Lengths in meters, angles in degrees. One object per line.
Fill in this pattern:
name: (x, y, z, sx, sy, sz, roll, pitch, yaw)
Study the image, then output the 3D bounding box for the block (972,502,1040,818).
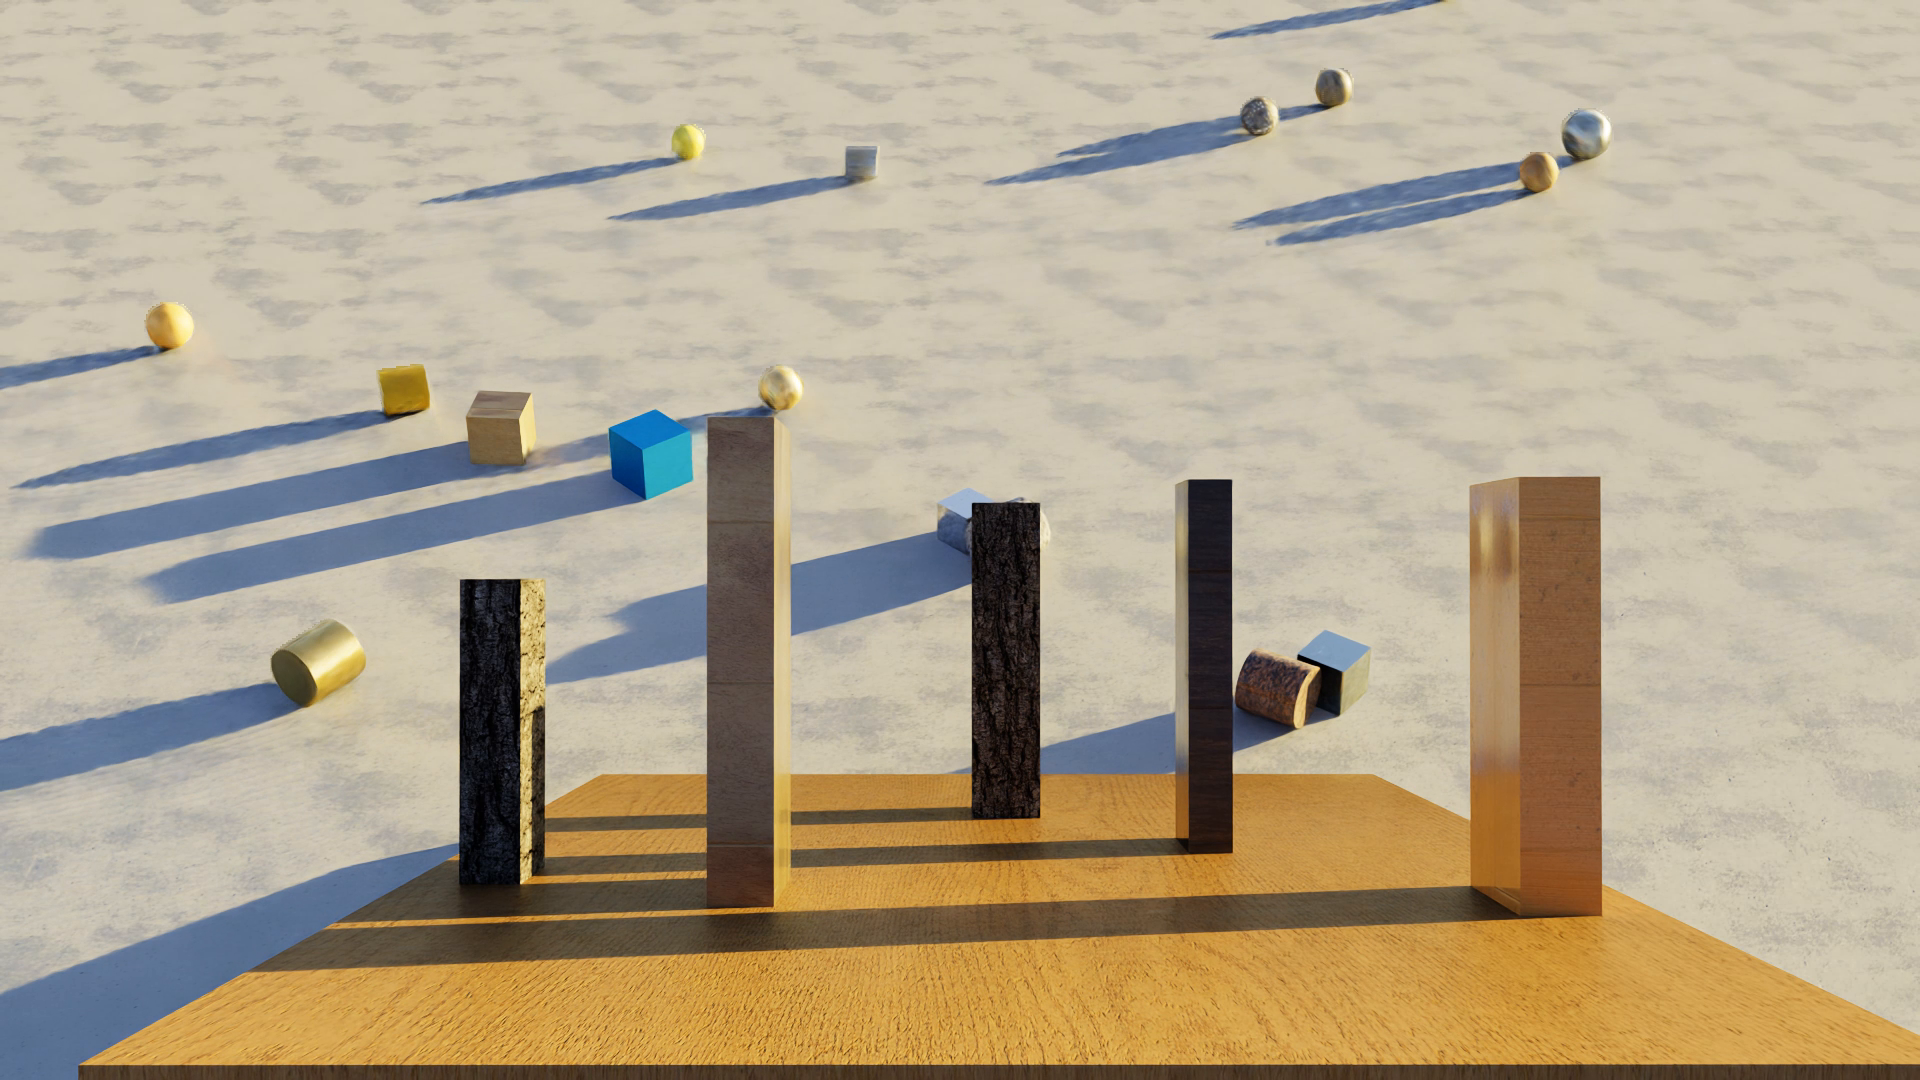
block: (0.098, 0.257, 5.638, 0.144, 0.670, 0.279, 0, -1, 0)

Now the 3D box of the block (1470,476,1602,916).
block: (0.909, 0.239, 4.113, 0.124, 0.664, 0.381, 0, -1, 0)

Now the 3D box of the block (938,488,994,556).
block: (0.023, -0.057, 7.817, 0.129, 0.129, 0.129, -27, 41, -36)

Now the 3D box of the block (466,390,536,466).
block: (-1.460, -0.356, 8.253, 0.171, 0.171, 0.171, 3, 32, 4)

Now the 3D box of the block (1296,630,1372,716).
block: (1.025, 0.365, 7.130, 0.147, 0.147, 0.147, 22, 38, 31)

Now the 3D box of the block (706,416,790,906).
block: (-0.342, 0.192, 4.232, 0.105, 0.762, 0.399, 0, -1, 0)

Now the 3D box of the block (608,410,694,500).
block: (-0.966, -0.268, 8.102, 0.181, 0.181, 0.181, -25, 40, -34)

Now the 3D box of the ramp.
ramp: (0.072, 0.630, 4.726, 2.000, 0.100, 4.000, 0, -1, 0)

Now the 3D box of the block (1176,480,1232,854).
block: (0.464, 0.236, 4.949, 0.082, 0.694, 0.287, 0, -1, 0)

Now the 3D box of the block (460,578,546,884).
block: (-0.785, 0.322, 4.455, 0.101, 0.509, 0.260, 0, -1, 0)

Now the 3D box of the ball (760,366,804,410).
ball: (-0.586, -0.497, 8.502, 0.144, 0.144, 0.144, 0, 32, 0)

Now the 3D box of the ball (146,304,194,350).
ball: (-2.702, -0.730, 8.862, 0.155, 0.155, 0.155, 0, 32, 0)

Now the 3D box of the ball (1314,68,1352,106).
ball: (1.535, -1.859, 10.653, 0.154, 0.154, 0.154, 0, 32, 0)

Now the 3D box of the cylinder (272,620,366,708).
cylinder: (-1.767, 0.340, 7.141, 0.178, 0.178, 0.178, 20, 37, 28)

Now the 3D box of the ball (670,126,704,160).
ball: (-1.074, -1.567, 10.213, 0.130, 0.130, 0.130, 0, 32, 0)

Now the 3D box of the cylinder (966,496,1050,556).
cylinder: (0.142, -0.012, 7.700, 0.179, 0.179, 0.179, 28, 41, 36)

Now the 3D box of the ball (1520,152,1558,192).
ball: (2.223, -1.411, 9.950, 0.149, 0.149, 0.149, 0, 32, 0)

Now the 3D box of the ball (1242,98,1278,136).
ball: (1.204, -1.698, 10.403, 0.150, 0.150, 0.150, 0, 32, 0)

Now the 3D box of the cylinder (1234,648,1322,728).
cylinder: (0.865, 0.402, 7.044, 0.176, 0.176, 0.176, 18, 36, 26)

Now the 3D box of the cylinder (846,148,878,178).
cylinder: (-0.380, -1.465, 10.061, 0.118, 0.118, 0.118, 1, 32, 2)

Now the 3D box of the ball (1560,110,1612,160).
ball: (2.464, -1.595, 10.196, 0.195, 0.195, 0.195, 0, 32, 0)
